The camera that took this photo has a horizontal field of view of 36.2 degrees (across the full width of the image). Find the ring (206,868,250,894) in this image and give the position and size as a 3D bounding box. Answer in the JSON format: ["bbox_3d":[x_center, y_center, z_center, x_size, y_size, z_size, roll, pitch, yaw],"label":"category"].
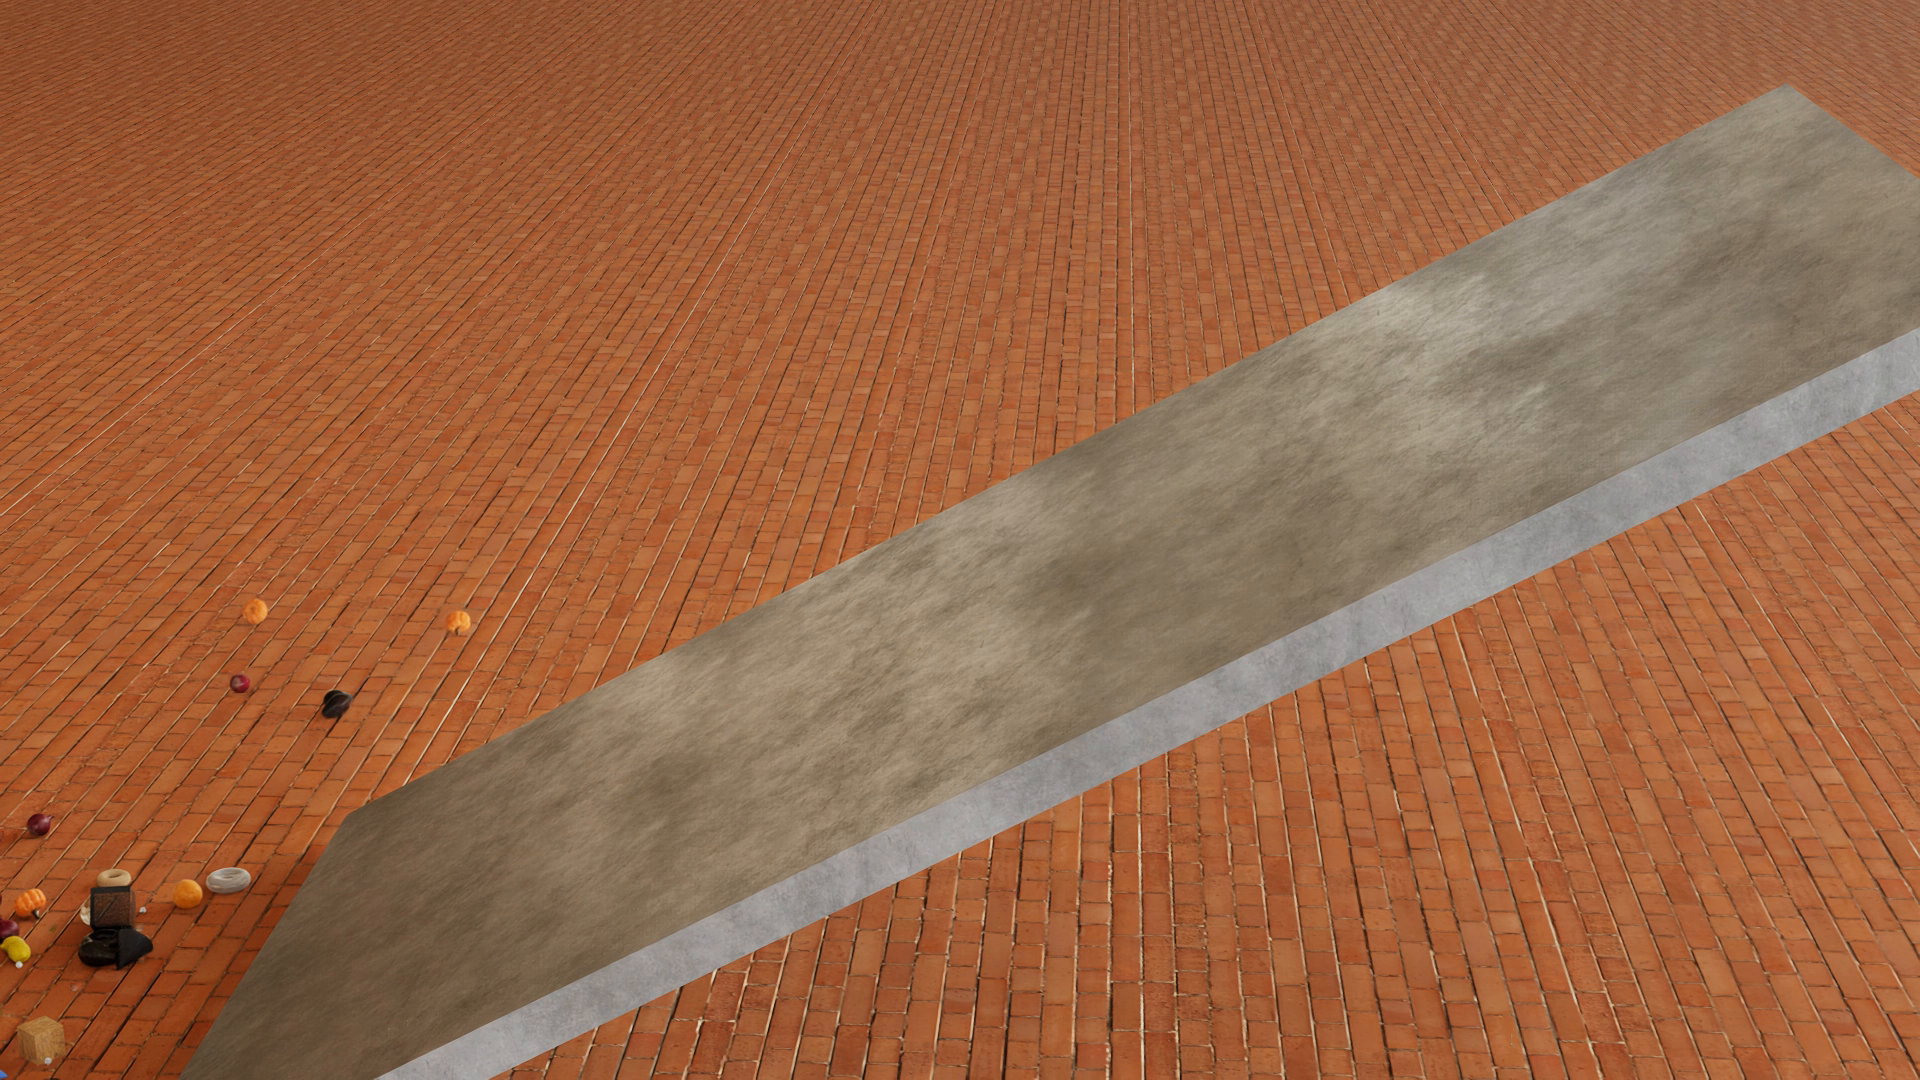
[{"bbox_3d":[-1.834,0.854,7.372,0.110,0.037,0.110,-1,17,0],"label":"ring"}]

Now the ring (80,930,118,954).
[{"bbox_3d":[-2.051,0.961,7.037,0.101,0.034,0.101,-2,16,1],"label":"ring"}]

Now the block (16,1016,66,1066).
[{"bbox_3d":[-2.034,1.108,6.513,0.072,0.072,0.072,15,23,39],"label":"block"}]

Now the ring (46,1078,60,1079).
[{"bbox_3d":[-1.964,1.187,6.341,0.081,0.027,0.081,1,18,0],"label":"ring"}]

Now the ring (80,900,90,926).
[{"bbox_3d":[-2.085,0.907,7.194,0.130,0.043,0.130,1,19,0],"label":"ring"}]

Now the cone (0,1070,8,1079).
[{"bbox_3d":[-2.115,1.159,6.400,0.096,0.096,0.096,20,3,-36],"label":"cone"}]

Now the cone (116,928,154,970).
[{"bbox_3d":[-1.972,0.983,6.956,0.092,0.092,0.092,6,45,19],"label":"cone"}]

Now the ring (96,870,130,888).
[{"bbox_3d":[-2.127,0.852,7.392,0.084,0.028,0.084,1,17,0],"label":"ring"}]

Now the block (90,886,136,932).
[{"bbox_3d":[-2.043,0.893,7.094,0.092,0.092,0.092,-2,-22,-8],"label":"block"}]

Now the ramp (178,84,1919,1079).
[{"bbox_3d":[0.141,0.167,6.282,4.000,0.100,2.000,-27,14,11],"label":"ramp"}]
